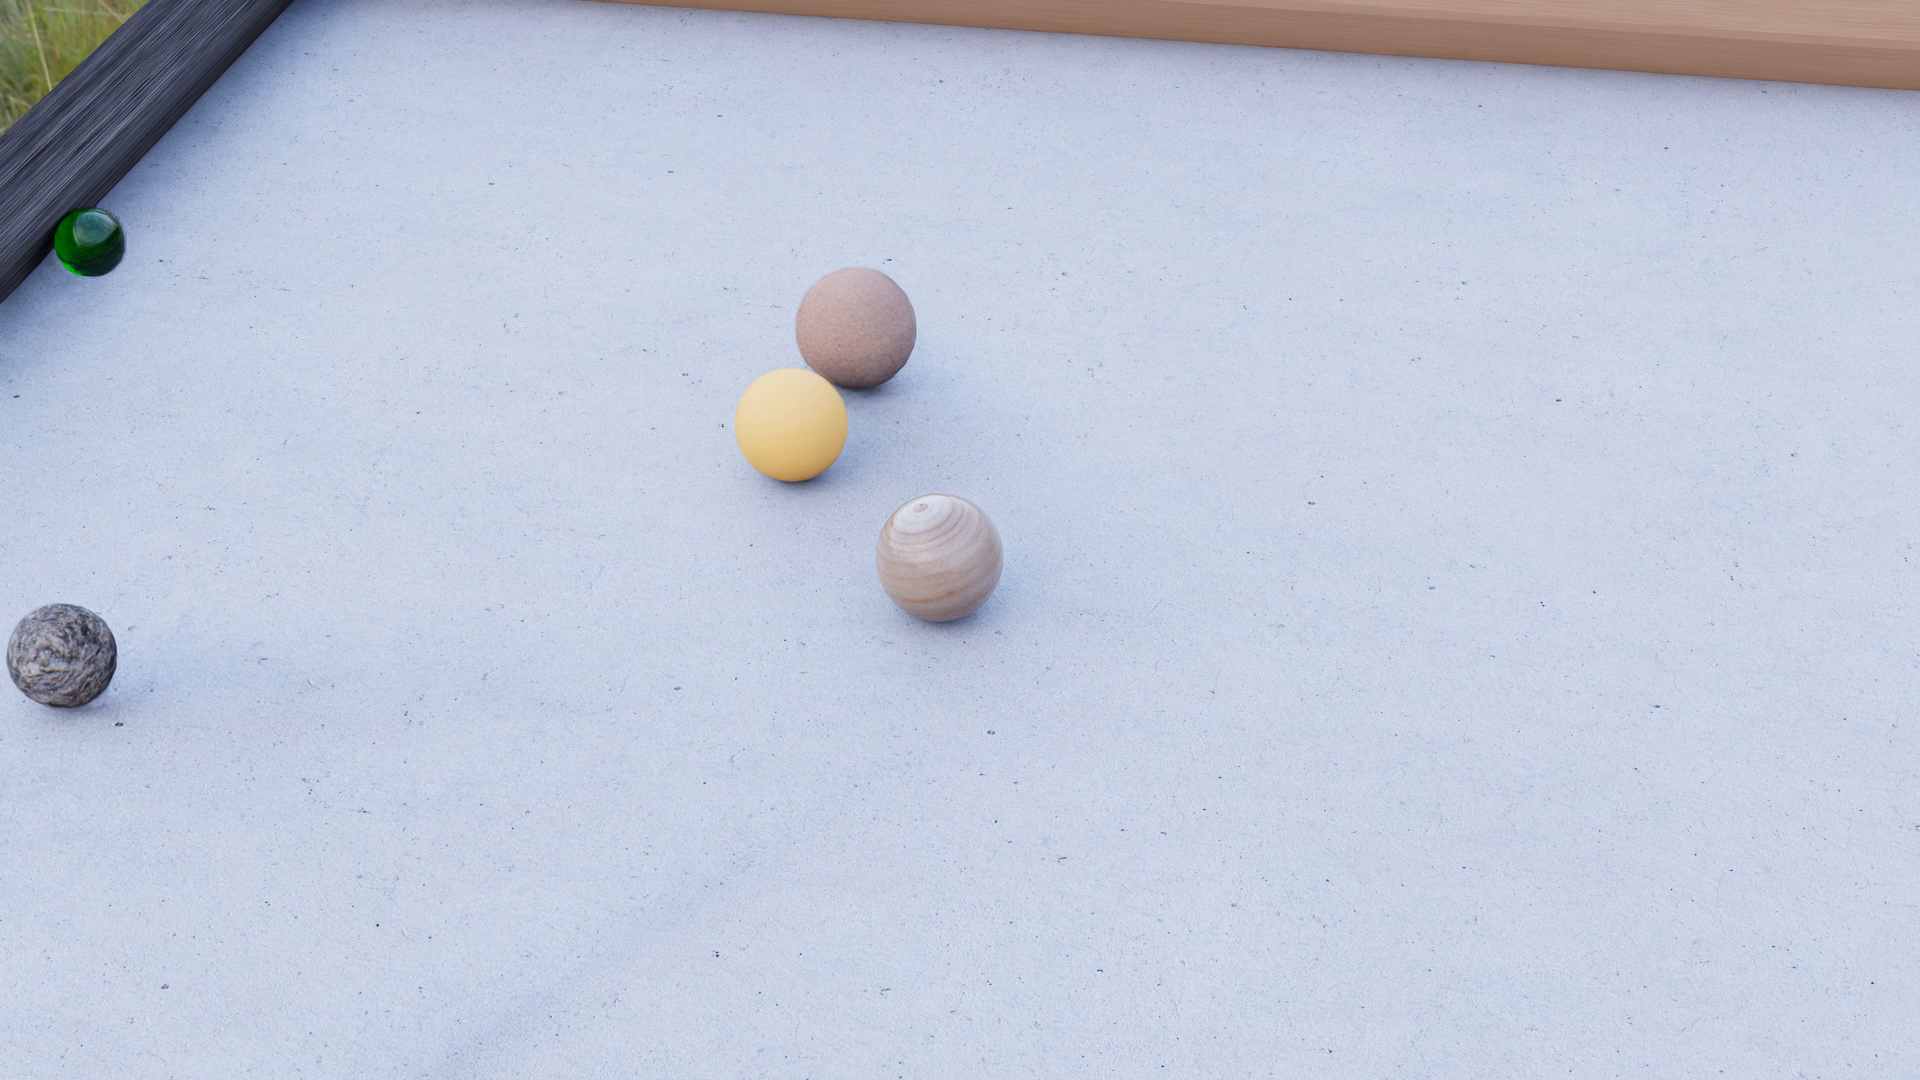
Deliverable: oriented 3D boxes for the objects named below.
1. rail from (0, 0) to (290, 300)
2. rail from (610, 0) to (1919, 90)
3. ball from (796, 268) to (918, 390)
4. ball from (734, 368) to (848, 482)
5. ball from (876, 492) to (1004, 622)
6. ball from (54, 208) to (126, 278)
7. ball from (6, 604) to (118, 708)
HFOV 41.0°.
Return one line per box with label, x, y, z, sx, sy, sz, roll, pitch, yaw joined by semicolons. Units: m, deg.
rail;-0.863;-0.104;1.977;0.045;0.130;2.021;5;35;8
rail;1.049;-0.491;2.538;3.594;0.130;0.045;5;35;8
ball;-0.085;-0.174;2.106;0.100;0.100;0.100;0;35;0
ball;-0.131;-0.090;1.994;0.089;0.089;0.089;0;35;0
ball;-0.015;0.012;1.843;0.092;0.092;0.092;0;35;0
ball;-0.770;-0.263;2.270;0.060;0.060;0.060;0;35;0
ball;-0.617;0.080;1.763;0.072;0.072;0.072;0;35;0
